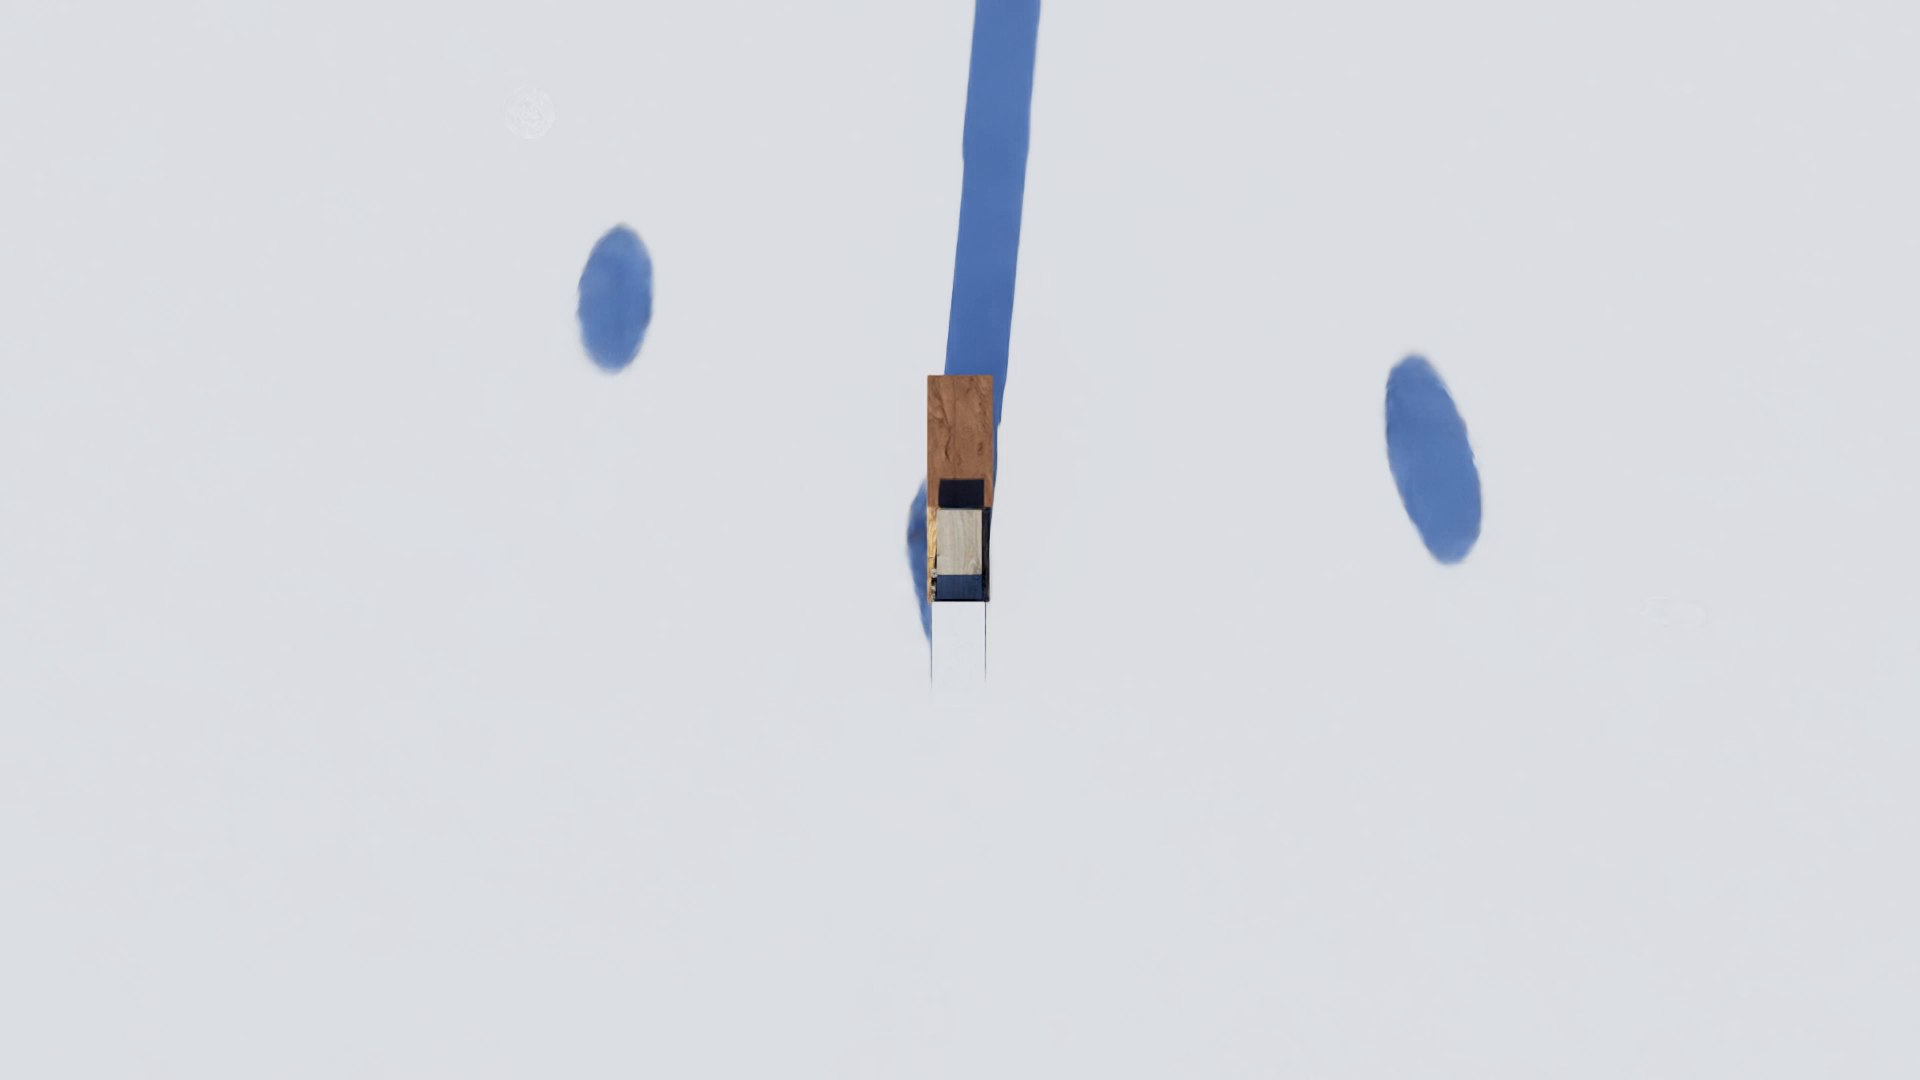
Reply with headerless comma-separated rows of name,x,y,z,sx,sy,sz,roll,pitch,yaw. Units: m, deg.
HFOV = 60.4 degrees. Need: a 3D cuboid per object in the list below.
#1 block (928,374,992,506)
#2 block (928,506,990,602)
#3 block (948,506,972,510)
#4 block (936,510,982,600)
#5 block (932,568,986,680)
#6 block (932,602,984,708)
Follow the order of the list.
block,0.000,-0.254,4.241,0.168,0.048,0.337,0,90,0
block,-0.004,0.000,4.789,0.179,0.051,0.357,0,90,0
block,0.000,-0.142,4.611,0.071,0.020,0.142,0,90,0
block,-0.002,0.037,4.183,0.113,0.032,0.226,0,90,0
block,-0.004,0.225,4.446,0.148,0.042,0.296,0,90,0
block,-0.004,0.286,4.143,0.132,0.037,0.264,0,90,0
